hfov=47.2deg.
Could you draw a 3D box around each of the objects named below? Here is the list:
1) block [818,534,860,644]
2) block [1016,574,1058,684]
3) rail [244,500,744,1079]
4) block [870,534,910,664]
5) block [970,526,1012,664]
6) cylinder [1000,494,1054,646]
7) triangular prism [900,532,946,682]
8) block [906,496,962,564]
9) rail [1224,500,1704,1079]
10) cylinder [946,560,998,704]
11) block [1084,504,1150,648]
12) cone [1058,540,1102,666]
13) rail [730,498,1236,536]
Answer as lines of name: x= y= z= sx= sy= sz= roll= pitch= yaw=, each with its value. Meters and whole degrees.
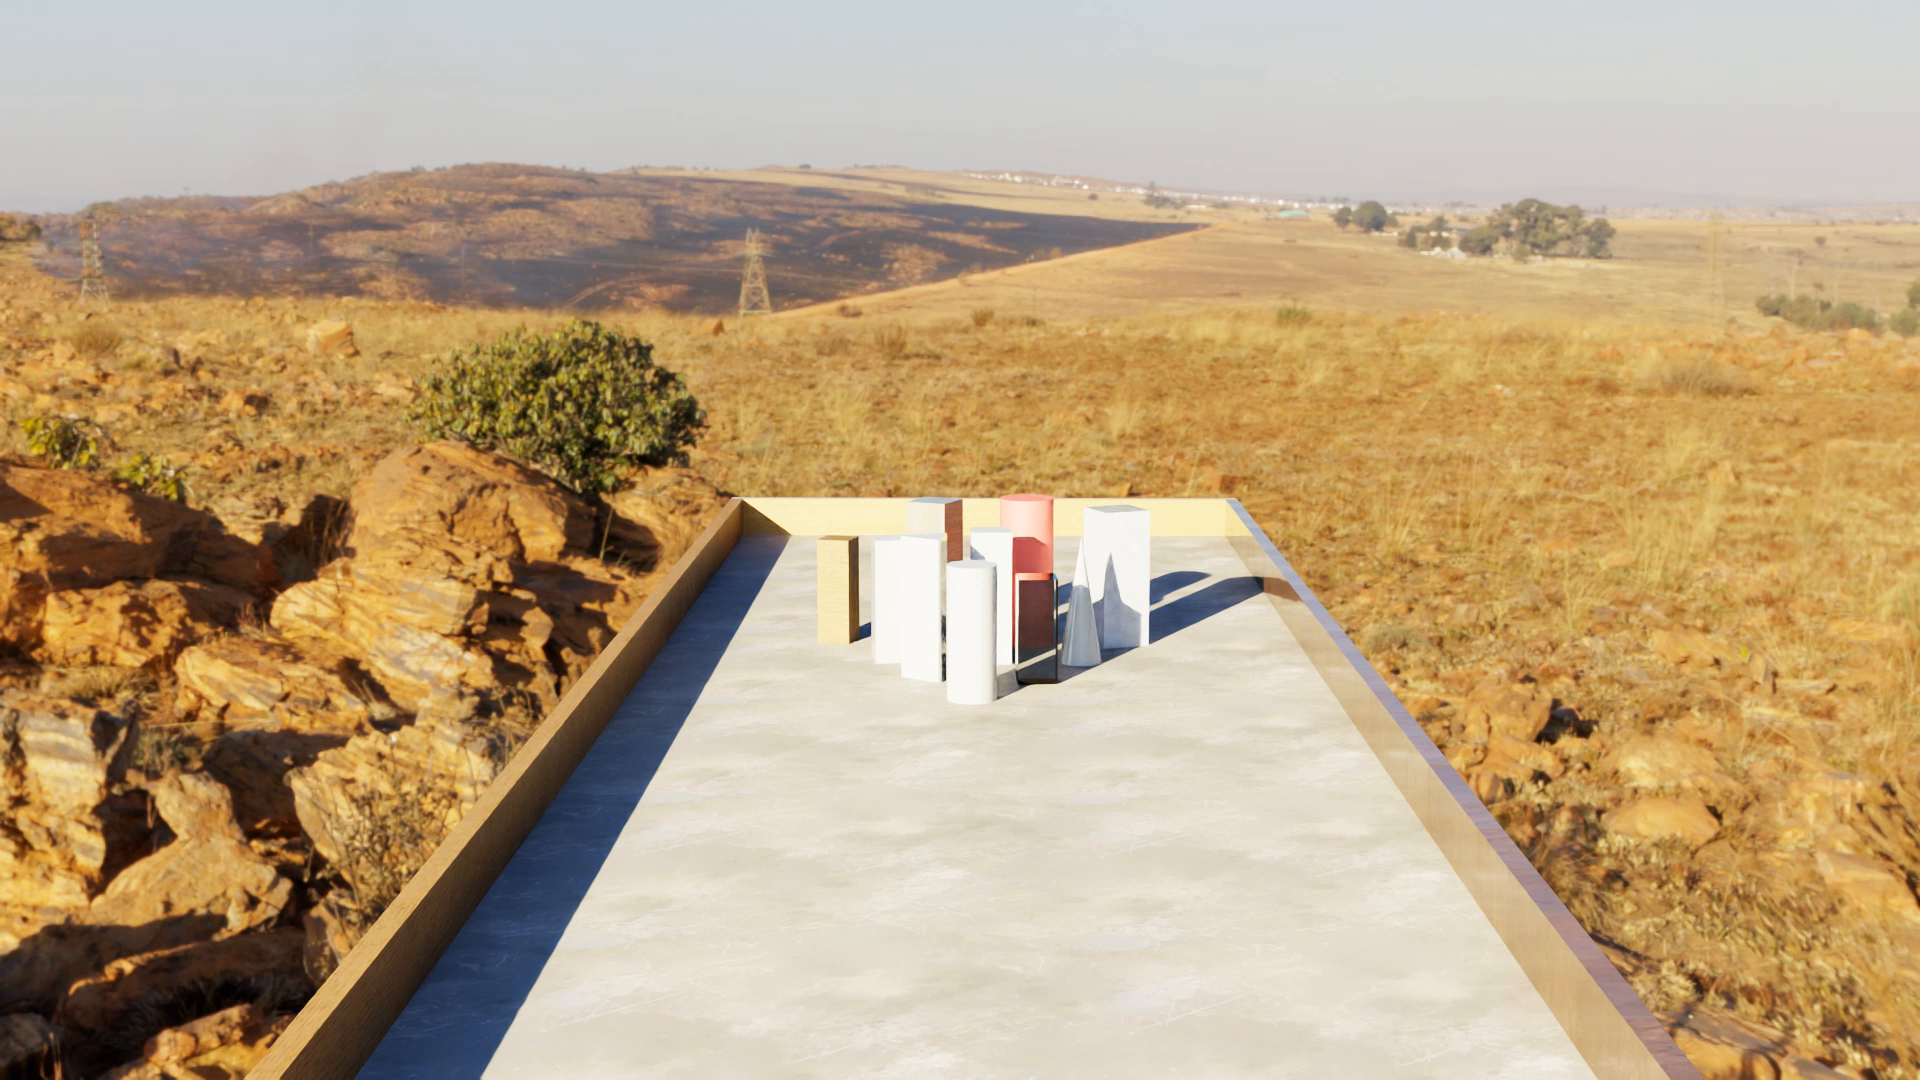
block: x=-0.385 y=0.156 z=6.973 sx=0.103 sy=0.329 sz=0.103 roll=3 pitch=9 yaw=16
block: x=0.223 y=0.258 z=6.401 sx=0.115 sy=0.307 sz=0.115 roll=0 pitch=9 yaw=-2
rail: x=-1.004 y=0.839 z=3.234 sx=0.050 sy=0.150 sz=12.000 roll=0 pitch=9 yaw=1
block: x=-0.206 y=0.178 z=6.686 sx=0.116 sy=0.376 sz=0.116 roll=-1 pitch=9 yaw=-8
block: x=0.094 y=0.167 z=6.668 sx=0.123 sy=0.402 sz=0.123 roll=0 pitch=9 yaw=-1
cylinder: x=0.210 y=0.094 z=6.949 sx=0.170 sy=0.459 sz=0.170 roll=0 pitch=9 yaw=0
triangular prism: x=-0.079 y=0.193 z=6.451 sx=0.143 sy=0.419 sz=0.124 roll=7 pitch=11 yaw=36
block: x=-0.079 y=0.097 z=6.958 sx=0.132 sy=0.450 sz=0.132 roll=4 pitch=10 yaw=26
rail: x=1.046 y=0.843 z=3.208 sx=0.050 sy=0.150 sz=12.000 roll=0 pitch=9 yaw=1
cylinder: x=0.033 y=0.257 z=6.160 sx=0.142 sy=0.383 sz=0.142 roll=0 pitch=9 yaw=0
block: x=0.492 y=0.113 z=6.928 sx=0.155 sy=0.428 sz=0.155 roll=-4 pitch=10 yaw=-22
cone: x=0.366 y=0.180 z=6.647 sx=0.131 sy=0.383 sz=0.131 roll=0 pitch=9 yaw=0
rail: x=0.099 y=-0.098 z=9.147 sx=2.100 sy=0.150 sz=0.050 roll=0 pitch=9 yaw=1
